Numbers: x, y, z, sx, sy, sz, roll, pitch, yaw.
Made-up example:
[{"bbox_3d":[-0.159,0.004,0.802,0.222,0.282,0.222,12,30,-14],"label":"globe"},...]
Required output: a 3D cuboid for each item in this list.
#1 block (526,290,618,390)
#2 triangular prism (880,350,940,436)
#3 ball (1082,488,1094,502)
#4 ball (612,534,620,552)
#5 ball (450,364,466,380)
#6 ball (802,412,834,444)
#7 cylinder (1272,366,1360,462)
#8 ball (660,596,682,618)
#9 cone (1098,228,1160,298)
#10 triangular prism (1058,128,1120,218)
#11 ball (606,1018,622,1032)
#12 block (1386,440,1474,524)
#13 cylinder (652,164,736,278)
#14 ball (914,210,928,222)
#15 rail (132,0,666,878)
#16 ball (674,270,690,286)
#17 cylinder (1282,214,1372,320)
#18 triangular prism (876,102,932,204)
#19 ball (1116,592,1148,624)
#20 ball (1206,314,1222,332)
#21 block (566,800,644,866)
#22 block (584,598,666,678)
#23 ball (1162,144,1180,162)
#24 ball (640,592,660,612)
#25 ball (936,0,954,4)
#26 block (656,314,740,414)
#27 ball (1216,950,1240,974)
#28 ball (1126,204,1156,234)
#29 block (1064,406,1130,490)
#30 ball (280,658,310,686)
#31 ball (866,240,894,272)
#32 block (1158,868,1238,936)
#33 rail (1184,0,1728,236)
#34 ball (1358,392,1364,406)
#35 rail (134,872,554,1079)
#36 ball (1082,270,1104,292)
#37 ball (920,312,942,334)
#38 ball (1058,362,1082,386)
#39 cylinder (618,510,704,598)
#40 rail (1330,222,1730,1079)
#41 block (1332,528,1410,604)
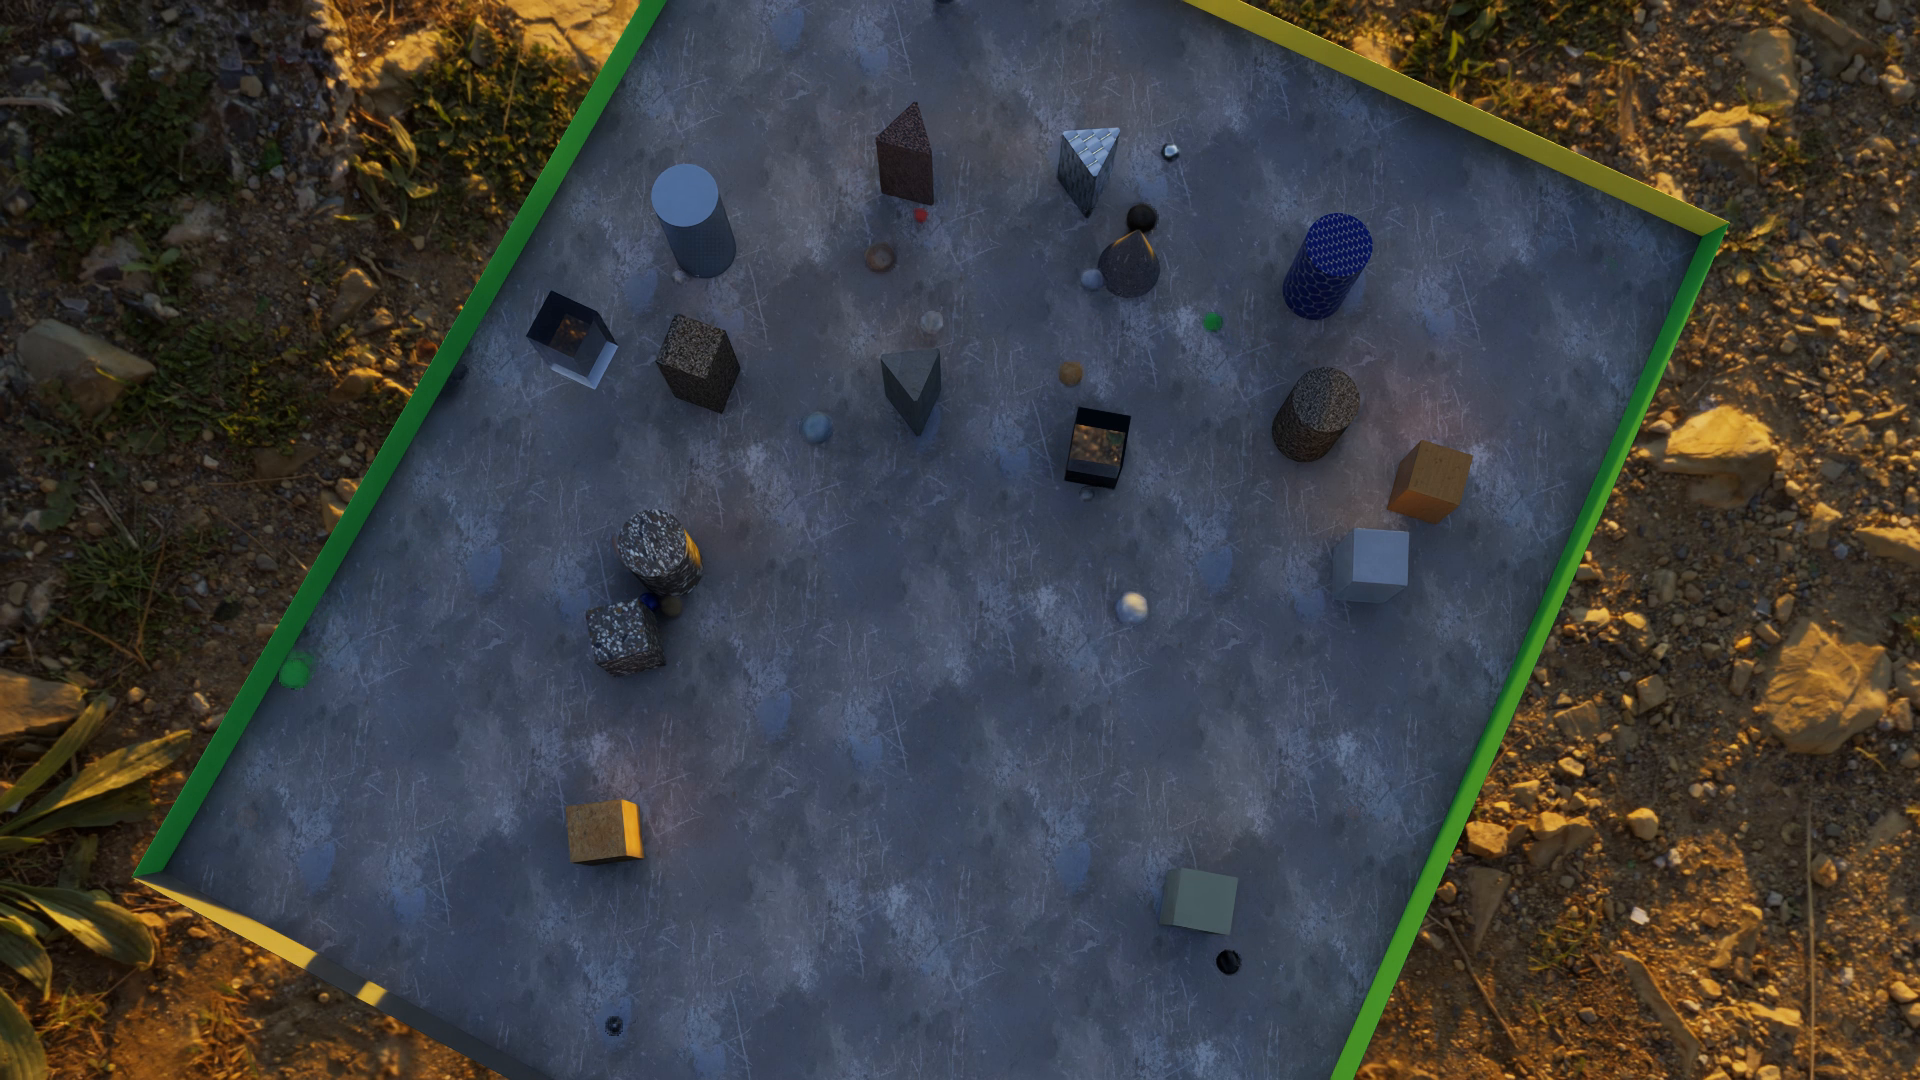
[{"bbox_3d":[-1.175,-0.604,5.573,0.158,0.331,0.158,25,79,5],"label":"block"},{"bbox_3d":[-0.120,-0.471,5.511,0.148,0.397,0.171,-36,81,-7],"label":"triangular prism"},{"bbox_3d":[0.392,-0.138,5.624,0.041,0.041,0.041,0,78,0],"label":"ball"},{"bbox_3d":[-1.029,0.009,5.583,0.062,0.062,0.062,0,78,0],"label":"ball"},{"bbox_3d":[-1.561,-0.522,5.700,0.048,0.048,0.048,0,78,0],"label":"ball"},{"bbox_3d":[-0.438,-0.346,5.638,0.099,0.099,0.099,0,78,0],"label":"ball"},{"bbox_3d":[1.066,-0.373,5.509,0.197,0.361,0.197,0,78,0],"label":"cylinder"},{"bbox_3d":[-0.875,0.203,5.540,0.067,0.067,0.067,0,78,0],"label":"ball"},{"bbox_3d":[0.533,-0.894,5.626,0.197,0.344,0.197,0,78,0],"label":"cone"},{"bbox_3d":[0.420,-1.166,5.685,0.148,0.338,0.171,-33,80,-6],"label":"triangular prism"},{"bbox_3d":[-1.001,1.405,5.304,0.042,0.042,0.042,0,78,0],"label":"ball"},{"bbox_3d":[1.411,-0.171,5.514,0.158,0.271,0.158,18,79,4],"label":"block"},{"bbox_3d":[-0.807,-0.967,5.591,0.197,0.442,0.197,0,78,0],"label":"cylinder"},{"bbox_3d":[-0.125,-1.026,5.808,0.041,0.041,0.041,0,78,0],"label":"ball"},{"bbox_3d":[-1.491,-0.723,5.700,0.045,0.128,3.929,26,80,5],"label":"rail"},{"bbox_3d":[-0.876,-0.826,5.762,0.050,0.050,0.050,0,78,0],"label":"ball"},{"bbox_3d":[1.115,-0.828,5.584,0.197,0.400,0.197,0,78,0],"label":"cylinder"},{"bbox_3d":[-0.151,-1.200,5.660,0.171,0.402,0.148,14,79,3],"label":"triangular prism"},{"bbox_3d":[0.517,0.206,5.524,0.098,0.098,0.098,0,78,0],"label":"ball"},{"bbox_3d":[0.794,-0.681,5.729,0.055,0.055,0.055,0,78,0],"label":"ball"},{"bbox_3d":[-1.022,0.847,5.291,0.158,0.294,0.158,-7,78,-2],"label":"block"},{"bbox_3d":[-0.982,0.290,5.397,0.158,0.312,0.158,-14,79,-3],"label":"block"},{"bbox_3d":[0.670,-1.236,5.843,0.057,0.057,0.057,0,78,0],"label":"ball"},{"bbox_3d":[-0.942,0.190,5.545,0.064,0.064,0.064,0,78,0],"label":"ball"},{"bbox_3d":[-0.049,-1.782,5.941,0.087,0.087,0.087,0,78,0],"label":"ball"},{"bbox_3d":[-0.787,-0.529,5.534,0.158,0.376,0.158,20,79,4],"label":"block"},{"bbox_3d":[0.781,1.227,5.327,0.070,0.070,0.070,0,78,0],"label":"ball"},{"bbox_3d":[0.572,-1.012,5.778,0.093,0.093,0.093,0,78,0],"label":"ball"},{"bbox_3d":[0.413,-0.274,5.527,0.158,0.288,0.158,10,78,2],"label":"block"},{"bbox_3d":[-1.994,0.397,5.491,0.084,0.084,0.084,0,78,0],"label":"ball"},{"bbox_3d":[-0.251,-0.892,5.753,0.093,0.093,0.093,0,78,0],"label":"ball"},{"bbox_3d":[0.675,1.030,5.216,0.158,0.366,0.158,10,78,2],"label":"block"},{"bbox_3d":[0.868,-1.693,5.901,3.382,0.128,0.045,26,80,5],"label":"rail"},{"bbox_3d":[1.228,-0.434,5.680,0.051,0.051,0.051,0,78,0],"label":"ball"},{"bbox_3d":[-0.868,1.707,5.197,3.382,0.128,0.045,26,80,5],"label":"rail"},{"bbox_3d":[0.417,-0.814,5.749,0.071,0.071,0.071,0,78,0],"label":"ball"},{"bbox_3d":[-0.089,-0.678,5.723,0.067,0.067,0.067,0,78,0],"label":"ball"},{"bbox_3d":[0.344,-0.514,5.686,0.074,0.074,0.074,0,78,0],"label":"ball"},{"bbox_3d":[-0.882,0.045,5.424,0.197,0.360,0.197,0,78,0],"label":"cylinder"},{"bbox_3d":[1.491,0.737,5.398,0.045,0.128,3.929,26,80,5],"label":"rail"},{"bbox_3d":[1.215,0.079,5.443,0.158,0.308,0.158,5,78,1],"label":"block"}]
